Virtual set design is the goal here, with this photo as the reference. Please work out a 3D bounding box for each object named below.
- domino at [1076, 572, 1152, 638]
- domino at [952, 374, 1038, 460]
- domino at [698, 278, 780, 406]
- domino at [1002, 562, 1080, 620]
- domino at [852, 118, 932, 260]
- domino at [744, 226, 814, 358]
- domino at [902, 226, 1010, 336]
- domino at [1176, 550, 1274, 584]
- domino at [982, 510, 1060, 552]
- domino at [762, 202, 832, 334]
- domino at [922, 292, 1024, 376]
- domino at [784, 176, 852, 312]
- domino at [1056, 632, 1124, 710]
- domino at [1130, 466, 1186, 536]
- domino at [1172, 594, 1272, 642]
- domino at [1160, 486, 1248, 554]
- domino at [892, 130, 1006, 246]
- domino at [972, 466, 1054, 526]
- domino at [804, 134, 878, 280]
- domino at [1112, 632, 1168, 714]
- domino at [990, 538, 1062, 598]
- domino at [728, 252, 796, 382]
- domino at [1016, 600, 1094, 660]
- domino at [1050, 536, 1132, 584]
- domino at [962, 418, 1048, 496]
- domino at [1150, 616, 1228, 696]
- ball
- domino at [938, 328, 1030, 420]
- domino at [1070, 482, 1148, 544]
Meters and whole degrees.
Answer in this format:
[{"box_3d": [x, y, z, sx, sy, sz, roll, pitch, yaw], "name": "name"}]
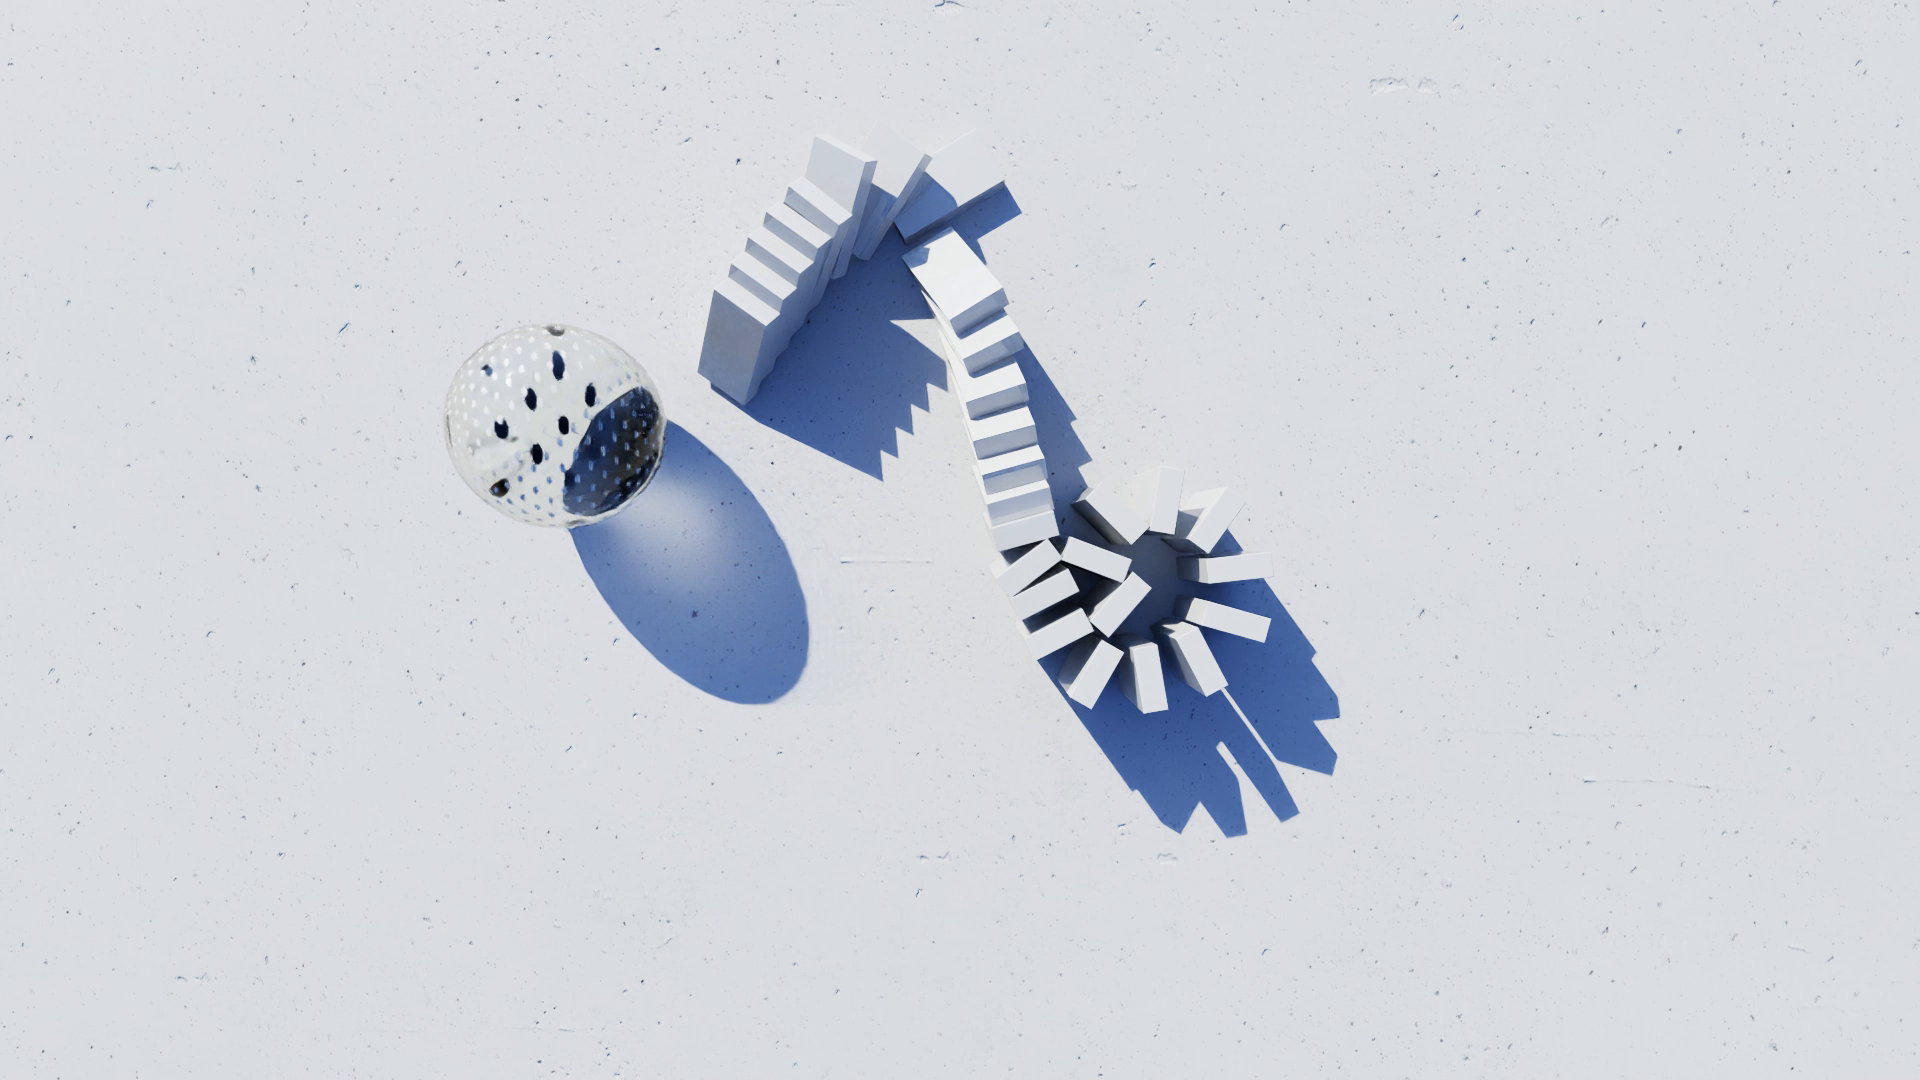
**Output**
[{"box_3d": [0.061, 0.024, 0.375, 0.010, 0.050, 0.025, 41, 90, -1], "name": "domino"}, {"box_3d": [0.014, -0.055, 0.379, 0.025, 0.050, 0.009, -15, 133, 0], "name": "domino"}, {"box_3d": [-0.092, -0.081, 0.377, 0.025, 0.050, 0.010, 35, 52, 0], "name": "domino"}, {"box_3d": [0.032, 0.019, 0.375, 0.025, 0.050, 0.009, -27, 94, 0], "name": "domino"}, {"box_3d": [-0.036, -0.147, 0.386, 0.025, 0.009, 0.050, 39, 111, 6], "name": "domino"}, {"box_3d": [-0.079, -0.101, 0.377, 0.025, 0.050, 0.009, 35, 52, 0], "name": "domino"}, {"box_3d": [-0.003, -0.108, 0.381, 0.025, 0.010, 0.050, -32, 54, 0], "name": "domino"}, {"box_3d": [0.107, 0.011, 0.375, 0.025, 0.050, 0.010, -6, 90, 0], "name": "domino"}, {"box_3d": [0.024, -0.007, 0.375, 0.025, 0.050, 0.009, -15, 99, 0], "name": "domino"}, {"box_3d": [-0.072, -0.111, 0.377, 0.025, 0.050, 0.010, 35, 52, 0], "name": "domino"}, {"box_3d": [0.005, -0.092, 0.381, 0.025, 0.010, 0.050, -27, 53, 0], "name": "domino"}, {"box_3d": [-0.064, -0.120, 0.377, 0.025, 0.050, 0.009, 38, 52, 0], "name": "domino"}, {"box_3d": [0.052, 0.052, 0.375, 0.009, 0.050, 0.025, 30, 90, 0], "name": "domino"}, {"box_3d": [0.079, -0.015, 0.375, 0.009, 0.050, 0.025, 10, 90, 0], "name": "domino"}, {"box_3d": [0.106, 0.031, 0.375, 0.025, 0.050, 0.010, 16, 90, 0], "name": "domino"}, {"box_3d": [0.099, -0.008, 0.375, 0.009, 0.050, 0.025, 36, 90, 0], "name": "domino"}, {"box_3d": [-0.009, -0.152, 0.395, 0.050, 0.010, 0.025, -30, 90, 0], "name": "domino"}, {"box_3d": [0.021, -0.022, 0.375, 0.025, 0.050, 0.009, -15, 112, 0], "name": "domino"}, {"box_3d": [-0.054, -0.138, 0.380, 0.025, 0.009, 0.050, 31, 124, 11], "name": "domino"}, {"box_3d": [0.073, 0.053, 0.375, 0.010, 0.050, 0.025, -10, 90, 0], "name": "domino"}, {"box_3d": [0.026, 0.009, 0.374, 0.025, 0.050, 0.010, -37, 94, 2], "name": "domino"}, {"box_3d": [-0.085, -0.091, 0.377, 0.025, 0.050, 0.009, 35, 52, 0], "name": "domino"}, {"box_3d": [0.038, 0.036, 0.375, 0.025, 0.050, 0.009, -27, 90, 0], "name": "domino"}, {"box_3d": [0.051, 0.007, 0.375, 0.025, 0.050, 0.010, 21, 90, -3], "name": "domino"}, {"box_3d": [0.018, -0.038, 0.377, 0.025, 0.050, 0.010, -15, 124, 0], "name": "domino"}, {"box_3d": [0.093, 0.047, 0.375, 0.009, 0.050, 0.025, -28, 90, 0], "name": "domino"}, {"box_3d": [-0.157, -0.044, 0.360, 0.080, 0.080, 0.080, 0, 90, 0], "name": "ball"}, {"box_3d": [0.009, -0.073, 0.380, 0.025, 0.010, 0.050, -18, 49, 0], "name": "domino"}, {"box_3d": [0.060, -0.010, 0.375, 0.025, 0.050, 0.009, 45, 90, 0], "name": "domino"}]
